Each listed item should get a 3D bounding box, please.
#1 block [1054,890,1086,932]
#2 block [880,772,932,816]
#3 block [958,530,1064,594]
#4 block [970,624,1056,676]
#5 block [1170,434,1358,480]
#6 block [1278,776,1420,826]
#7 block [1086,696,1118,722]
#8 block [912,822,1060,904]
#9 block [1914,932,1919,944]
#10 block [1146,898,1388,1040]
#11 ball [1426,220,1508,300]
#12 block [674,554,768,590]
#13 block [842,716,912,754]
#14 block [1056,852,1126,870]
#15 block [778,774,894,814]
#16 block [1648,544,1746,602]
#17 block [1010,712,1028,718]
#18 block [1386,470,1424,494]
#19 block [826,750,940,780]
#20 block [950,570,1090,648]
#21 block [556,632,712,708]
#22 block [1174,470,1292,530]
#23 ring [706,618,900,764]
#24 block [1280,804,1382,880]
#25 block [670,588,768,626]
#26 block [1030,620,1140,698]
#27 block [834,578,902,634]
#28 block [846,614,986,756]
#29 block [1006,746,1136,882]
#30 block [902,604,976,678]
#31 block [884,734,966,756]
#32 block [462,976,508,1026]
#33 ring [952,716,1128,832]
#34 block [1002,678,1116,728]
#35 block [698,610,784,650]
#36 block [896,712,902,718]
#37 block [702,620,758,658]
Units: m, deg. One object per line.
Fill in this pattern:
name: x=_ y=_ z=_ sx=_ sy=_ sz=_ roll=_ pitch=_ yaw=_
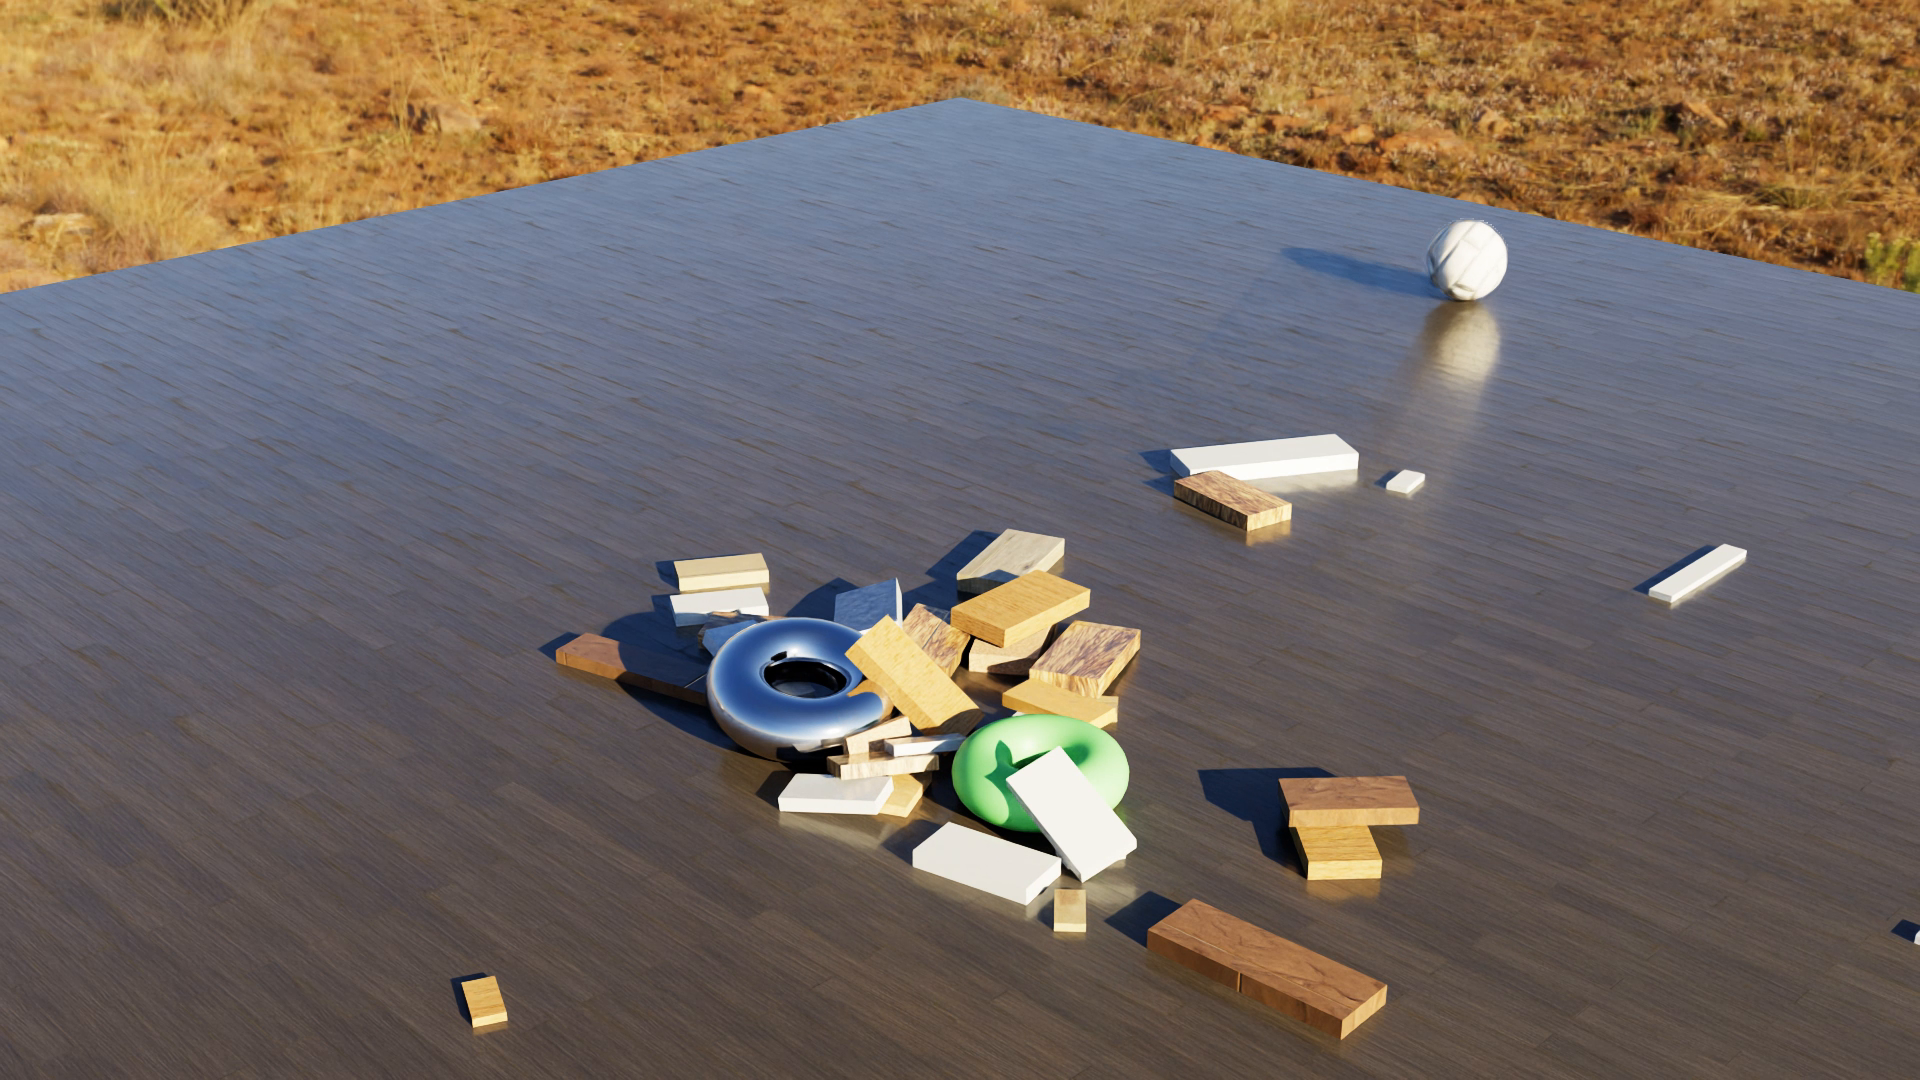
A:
block: x=0.206 y=0.692 z=4.109 sx=0.059 sy=0.017 sz=0.117 roll=1 pitch=23 yaw=3
block: x=-0.120 y=0.516 z=4.517 sx=0.078 sy=0.022 sz=0.157 roll=7 pitch=24 yaw=17
block: x=0.130 y=0.060 z=5.561 sx=0.158 sy=0.045 sz=0.316 roll=10 pitch=25 yaw=22
block: x=0.128 y=0.225 z=5.173 sx=0.158 sy=0.045 sz=0.316 roll=4 pitch=23 yaw=10
block: x=0.863 y=-0.230 z=6.244 sx=0.505 sy=0.046 sz=0.162 roll=-6 pitch=24 yaw=-14
block: x=0.773 y=0.521 z=4.385 sx=0.256 sy=0.036 sz=0.128 roll=-1 pitch=23 yaw=-2
block: x=0.270 y=0.371 z=4.859 sx=0.157 sy=0.022 sz=0.078 roll=2 pitch=23 yaw=5
block: x=0.051 y=0.623 z=4.246 sx=0.257 sy=0.036 sz=0.128 roll=14 pitch=27 yaw=30
block: x=1.809 y=0.736 z=4.004 sx=0.117 sy=0.017 sz=0.058 roll=19 pitch=30 yaw=38
block: x=0.542 y=0.759 z=3.920 sx=0.416 sy=0.040 sz=0.141 roll=19 pitch=30 yaw=38
ball: x=1.778 y=-0.981 z=7.716 sx=0.278 sy=0.278 sz=0.278 roll=0 pitch=23 yaw=0
block: x=-0.601 y=0.080 z=5.532 sx=0.223 sy=0.032 sz=0.112 roll=-6 pitch=24 yaw=-13
block: x=-0.173 y=0.432 z=4.635 sx=0.161 sy=0.081 sz=0.023 roll=-17 pitch=12 yaw=-35
block: x=0.255 y=0.610 z=4.300 sx=0.122 sy=0.017 sz=0.061 roll=-8 pitch=24 yaw=-18
block: x=-0.252 y=0.516 z=4.473 sx=0.210 sy=0.030 sz=0.105 roll=0 pitch=22 yaw=18
block: x=1.862 y=0.082 z=5.546 sx=0.061 sy=0.017 sz=0.396 roll=21 pitch=31 yaw=40
block: x=0.194 y=0.403 z=4.782 sx=0.161 sy=0.023 sz=0.081 roll=13 pitch=26 yaw=28
block: x=1.241 y=-0.163 z=6.123 sx=0.061 sy=0.017 sz=0.122 roll=14 pitch=27 yaw=30
block: x=-0.160 y=0.462 z=4.548 sx=0.210 sy=0.030 sz=0.105 roll=-4 pitch=6 yaw=-19
block: x=0.144 y=0.159 z=5.201 sx=0.162 sy=0.046 sz=0.323 roll=21 pitch=29 yaw=35
block: x=-0.682 y=0.303 z=5.006 sx=0.523 sy=0.032 sz=0.112 roll=13 pitch=26 yaw=28
block: x=0.737 y=-0.110 z=5.964 sx=0.153 sy=0.043 sz=0.306 roll=-15 pitch=27 yaw=-31
ring: x=-0.336 y=0.322 z=4.745 sx=0.428 sy=0.143 sz=0.428 roll=5 pitch=34 yaw=-4
block: x=0.731 y=0.578 z=4.348 sx=0.141 sy=0.040 sz=0.283 roll=-1 pitch=23 yaw=-3
block: x=-0.585 y=0.162 z=5.339 sx=0.223 sy=0.032 sz=0.112 roll=-5 pitch=24 yaw=-12
block: x=0.289 y=0.271 z=5.035 sx=0.162 sy=0.046 sz=0.323 roll=8 pitch=20 yaw=20
block: x=-0.216 y=0.178 z=5.167 sx=0.153 sy=0.043 sz=0.367 roll=-16 pitch=14 yaw=2
block: x=-0.095 y=0.312 z=4.733 sx=0.306 sy=0.043 sz=0.153 roll=45 pitch=33 yaw=2
block: x=0.215 y=0.532 z=4.283 sx=0.128 sy=0.036 sz=0.257 roll=-30 pitch=57 yaw=-16
block: x=-0.068 y=0.239 z=5.085 sx=0.158 sy=0.045 sz=0.316 roll=13 pitch=21 yaw=10
block: x=-0.069 y=0.427 z=4.591 sx=0.161 sy=0.023 sz=0.081 roll=-4 pitch=4 yaw=-16
block: x=-0.831 y=0.806 z=3.841 sx=0.058 sy=0.017 sz=0.117 roll=-8 pitch=24 yaw=-19
ring: x=0.164 y=0.474 z=4.491 sx=0.363 sy=0.121 sz=0.363 roll=-1 pitch=24 yaw=0
block: x=0.215 y=0.364 z=4.806 sx=0.229 sy=0.030 sz=0.105 roll=18 pitch=29 yaw=36
block: x=-0.472 y=0.222 z=5.189 sx=0.263 sy=0.037 sz=0.131 roll=5 pitch=23 yaw=11
block: x=-0.208 y=0.383 z=4.829 sx=0.157 sy=0.022 sz=0.078 roll=-4 pitch=23 yaw=-9
block: x=-0.452 y=0.284 z=4.926 sx=0.131 sy=0.037 sz=0.263 roll=-12 pitch=44 yaw=-37
